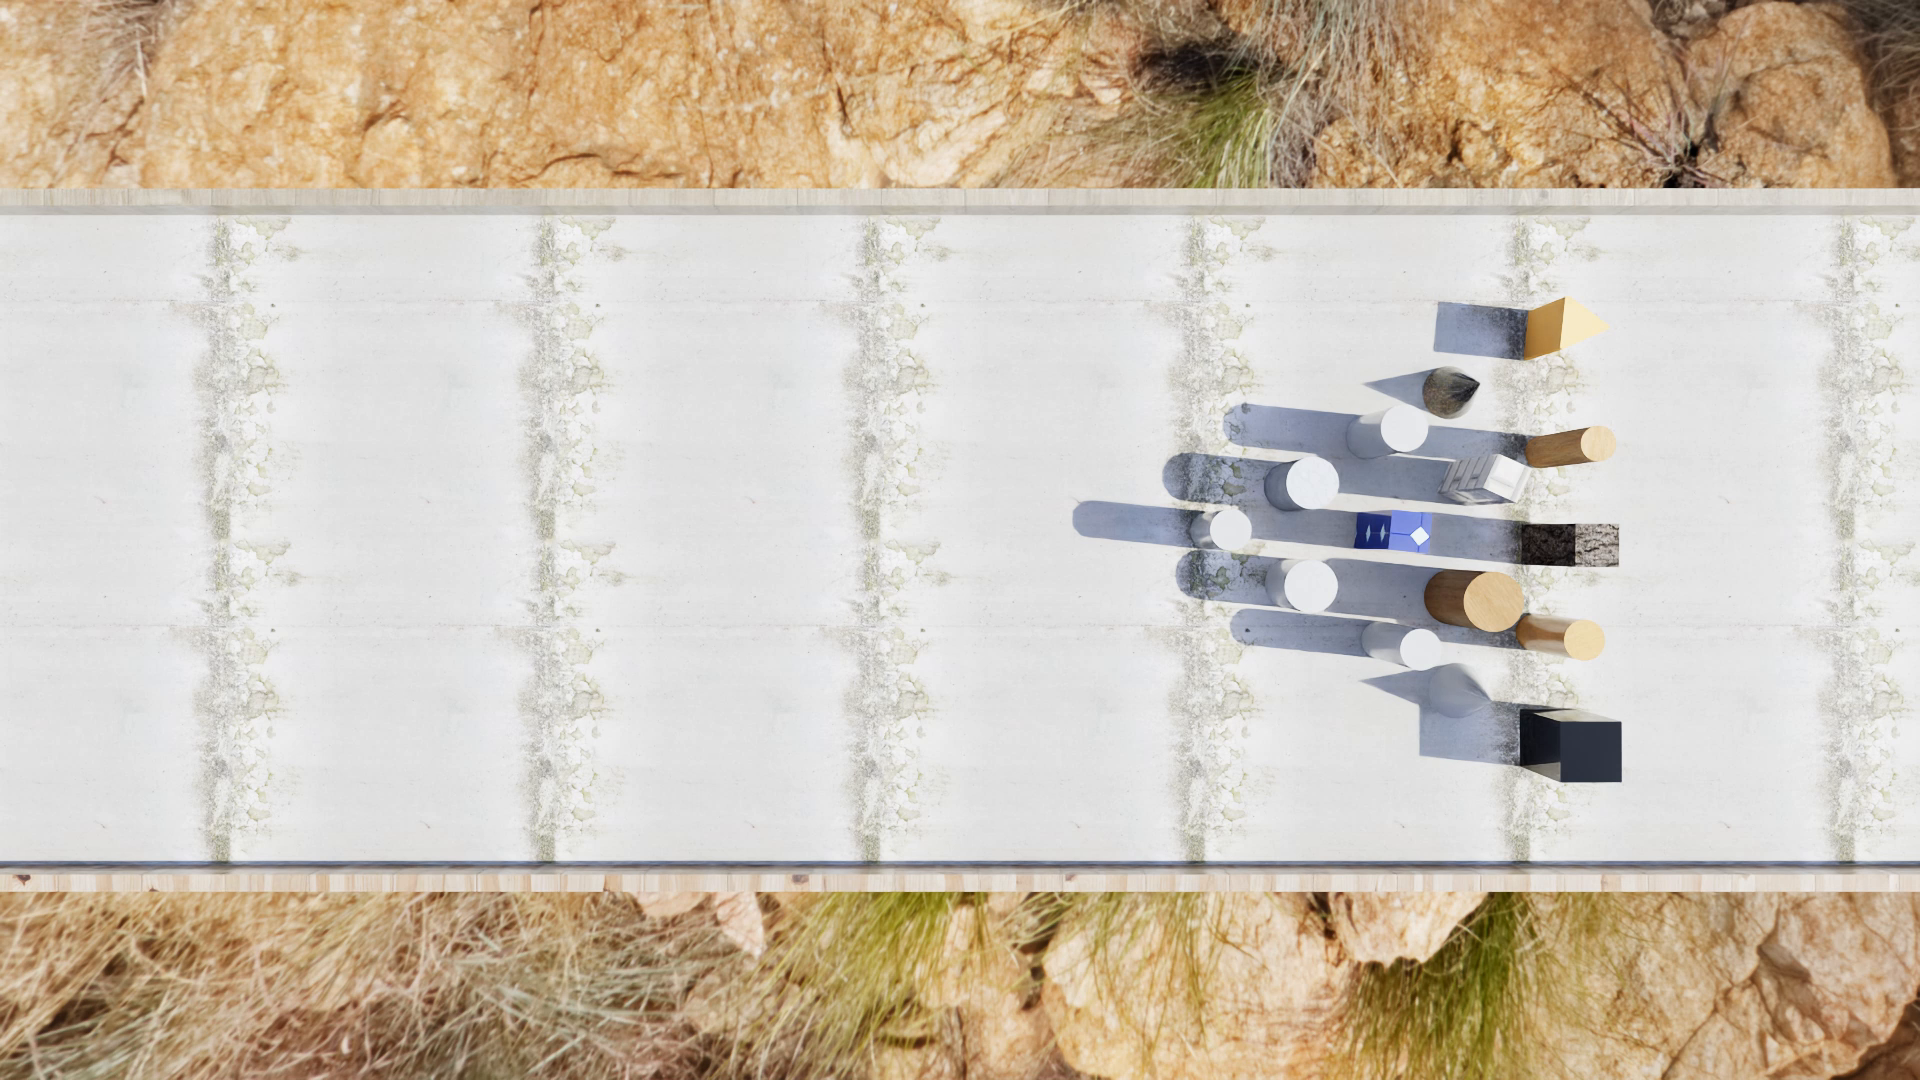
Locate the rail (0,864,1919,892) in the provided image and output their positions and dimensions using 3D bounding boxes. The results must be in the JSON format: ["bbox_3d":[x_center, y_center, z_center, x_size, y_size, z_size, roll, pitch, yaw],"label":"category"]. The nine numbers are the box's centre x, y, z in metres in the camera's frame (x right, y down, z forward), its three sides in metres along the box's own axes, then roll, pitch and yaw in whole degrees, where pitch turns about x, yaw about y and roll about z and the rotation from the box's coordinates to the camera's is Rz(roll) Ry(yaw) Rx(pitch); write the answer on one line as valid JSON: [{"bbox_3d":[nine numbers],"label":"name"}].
[{"bbox_3d":[-2.247,1.025,5.001,12.000,0.150,0.050,0,90,0],"label":"rail"}]

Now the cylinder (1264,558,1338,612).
[{"bbox_3d":[1.015,0.134,4.922,0.154,0.308,0.154,0,90,0],"label":"cylinder"}]

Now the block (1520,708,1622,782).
[{"bbox_3d":[1.811,0.608,4.904,0.176,0.346,0.176,0,90,0],"label":"block"}]

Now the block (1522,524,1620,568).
[{"bbox_3d":[1.790,0.015,4.853,0.123,0.446,0.123,0,90,0],"label":"block"}]

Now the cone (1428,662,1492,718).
[{"bbox_3d":[1.529,0.463,4.905,0.172,0.343,0.172,0,90,0],"label":"cone"}]

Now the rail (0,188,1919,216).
[{"bbox_3d":[-2.247,-1.025,5.002,12.000,0.150,0.050,0,90,0],"label":"rail"}]

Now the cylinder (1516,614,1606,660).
[{"bbox_3d":[1.768,0.284,4.872,0.117,0.409,0.117,0,90,0],"label":"cylinder"}]

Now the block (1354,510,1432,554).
[{"bbox_3d":[1.275,-0.024,4.872,0.114,0.408,0.114,6,90,0],"label":"block"}]

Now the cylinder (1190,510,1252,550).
[{"bbox_3d":[0.767,-0.029,4.873,0.118,0.407,0.118,0,90,0],"label":"cylinder"}]

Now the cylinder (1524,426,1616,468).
[{"bbox_3d":[1.789,-0.270,4.847,0.100,0.458,0.100,0,90,0],"label":"cylinder"}]

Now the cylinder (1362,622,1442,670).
[{"bbox_3d":[1.293,0.308,4.851,0.117,0.451,0.117,0,90,0],"label":"cylinder"}]

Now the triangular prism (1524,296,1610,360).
[{"bbox_3d":[1.781,-0.645,4.921,0.154,0.311,0.134,-24,90,0],"label":"triangular prism"}]

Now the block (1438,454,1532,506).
[{"bbox_3d":[1.536,-0.173,4.852,0.104,0.449,0.104,24,90,0],"label":"block"}]

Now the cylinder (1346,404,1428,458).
[{"bbox_3d":[1.254,-0.316,4.865,0.133,0.423,0.133,0,90,0],"label":"cylinder"}]

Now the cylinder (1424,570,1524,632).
[{"bbox_3d":[1.514,0.175,4.876,0.171,0.400,0.171,0,90,0],"label":"cylinder"}]

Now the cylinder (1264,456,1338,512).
[{"bbox_3d":[1.010,-0.164,4.901,0.151,0.350,0.151,0,90,0],"label":"cylinder"}]

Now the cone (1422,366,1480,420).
[{"bbox_3d":[1.506,-0.453,4.922,0.165,0.309,0.165,0,90,0],"label":"cone"}]
